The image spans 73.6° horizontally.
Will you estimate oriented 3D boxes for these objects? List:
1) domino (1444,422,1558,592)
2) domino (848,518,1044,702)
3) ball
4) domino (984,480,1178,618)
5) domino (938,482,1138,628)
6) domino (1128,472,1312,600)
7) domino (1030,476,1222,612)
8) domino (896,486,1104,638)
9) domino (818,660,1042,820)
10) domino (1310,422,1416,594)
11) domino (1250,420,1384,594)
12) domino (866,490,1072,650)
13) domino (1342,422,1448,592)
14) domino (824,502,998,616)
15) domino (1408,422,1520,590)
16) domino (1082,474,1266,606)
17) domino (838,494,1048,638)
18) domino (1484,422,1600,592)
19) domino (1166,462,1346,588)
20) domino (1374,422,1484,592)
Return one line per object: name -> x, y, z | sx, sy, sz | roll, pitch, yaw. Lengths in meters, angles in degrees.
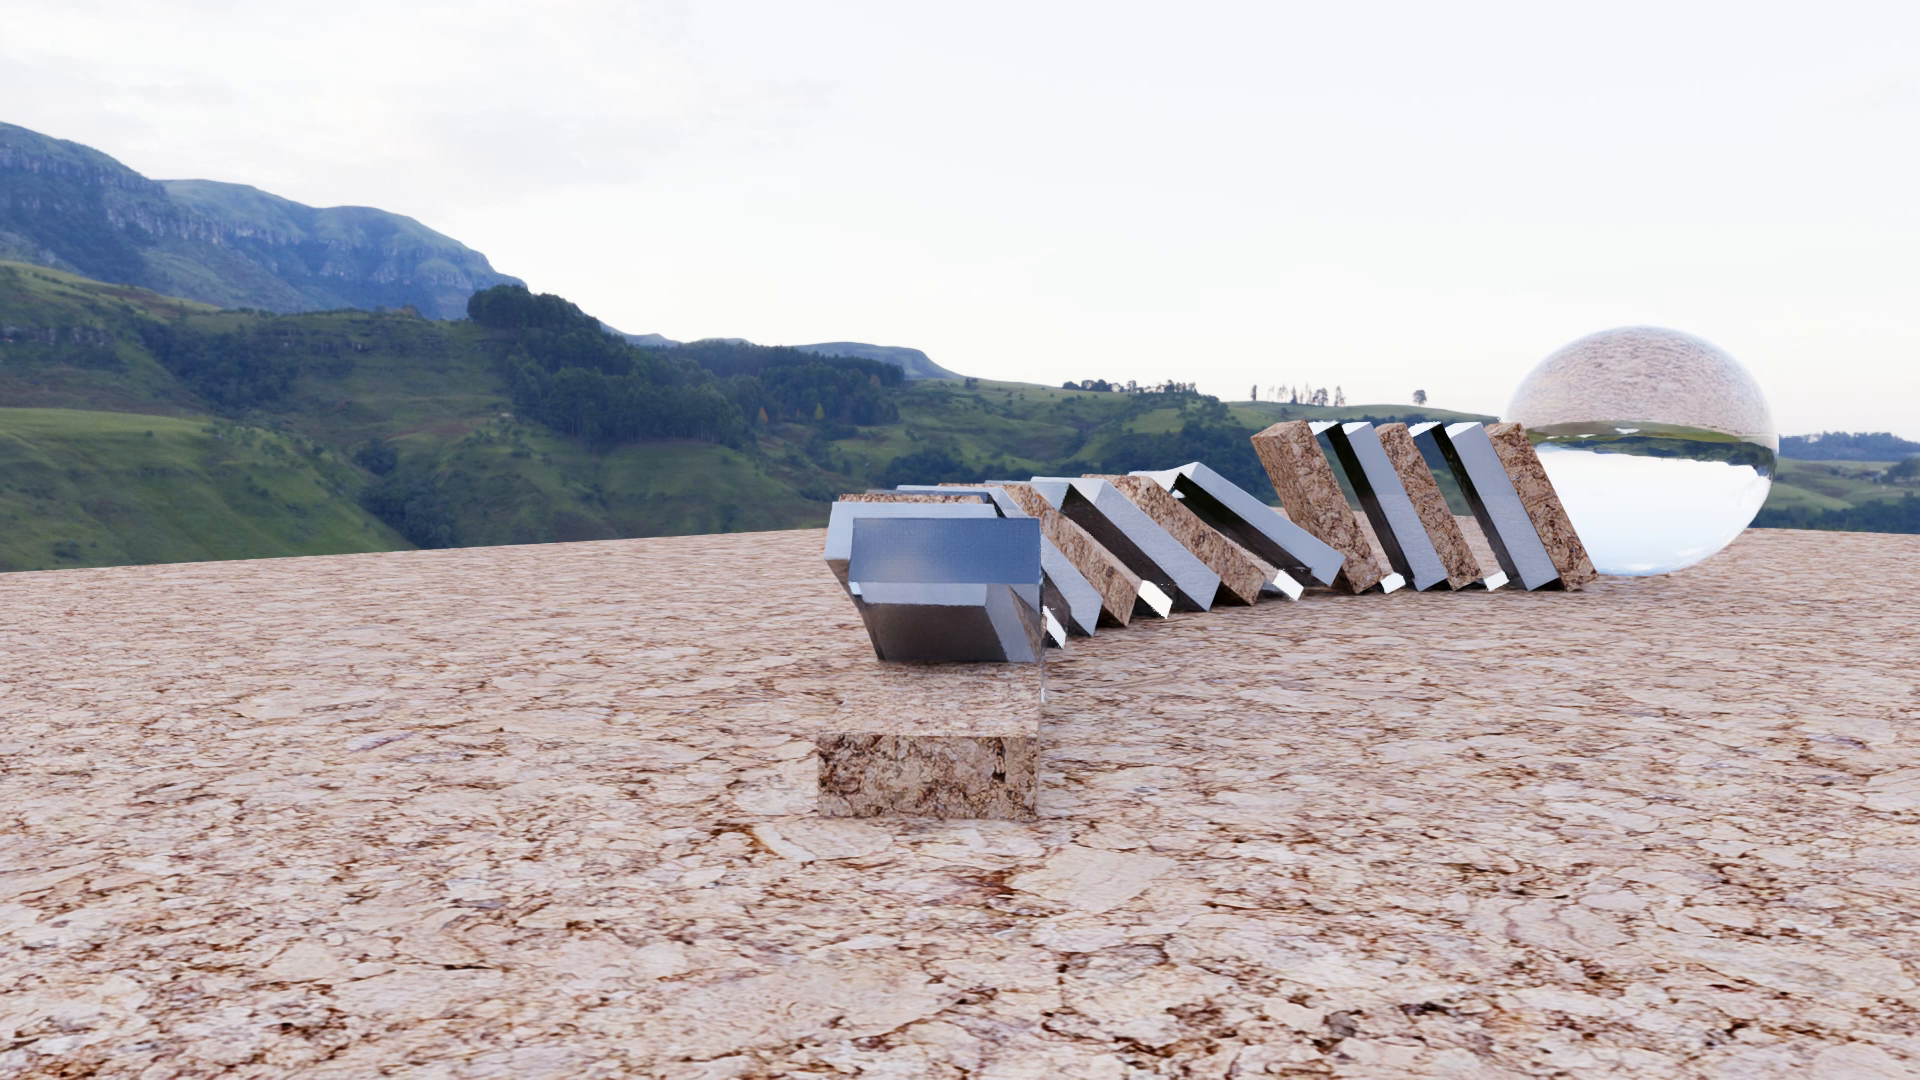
domino -> 0.158, -0.010, 0.381 | 0.010, 0.050, 0.025 | -28, 1, 6
domino -> 0.000, 0.012, 0.192 | 0.025, 0.010, 0.050 | 0, -25, 5
ball -> 0.214, -0.028, 0.409 | 0.080, 0.080, 0.080 | 0, 4, 0
domino -> 0.028, 0.003, 0.306 | 0.025, 0.009, 0.050 | 4, -25, 43
domino -> 0.017, 0.004, 0.290 | 0.025, 0.009, 0.050 | 4, -26, 39
domino -> 0.069, -0.001, 0.349 | 0.050, 0.009, 0.025 | 33, -10, -21
domino -> 0.040, 0.001, 0.322 | 0.050, 0.010, 0.025 | 36, -19, -35
domino -> 0.008, 0.005, 0.272 | 0.025, 0.010, 0.050 | 3, -26, 34
domino -> -0.002, 0.025, 0.171 | 0.025, 0.009, 0.050 | 0, 4, 4
domino -> 0.113, -0.010, 0.375 | 0.009, 0.050, 0.025 | -28, 6, -2
domino -> 0.102, -0.010, 0.369 | 0.009, 0.050, 0.025 | -28, 5, -3
domino -> 0.002, 0.007, 0.253 | 0.025, 0.010, 0.050 | 2, -26, 25
domino -> 0.125, -0.010, 0.379 | 0.009, 0.050, 0.025 | -28, 3, 3
domino -> -0.003, 0.010, 0.213 | 0.025, 0.010, 0.050 | 1, -26, 13
domino -> 0.147, -0.010, 0.383 | 0.009, 0.050, 0.025 | -28, 1, 6
domino -> 0.054, 0.000, 0.335 | 0.050, 0.010, 0.025 | 35, -16, -31
domino -> -0.002, 0.008, 0.234 | 0.025, 0.009, 0.050 | 1, -27, 19
domino -> 0.168, -0.010, 0.380 | 0.009, 0.050, 0.025 | -28, 1, 6
domino -> 0.080, -0.003, 0.361 | 0.050, 0.010, 0.025 | 31, -9, -9
domino -> 0.136, -0.010, 0.382 | 0.009, 0.050, 0.025 | -28, 1, 6
